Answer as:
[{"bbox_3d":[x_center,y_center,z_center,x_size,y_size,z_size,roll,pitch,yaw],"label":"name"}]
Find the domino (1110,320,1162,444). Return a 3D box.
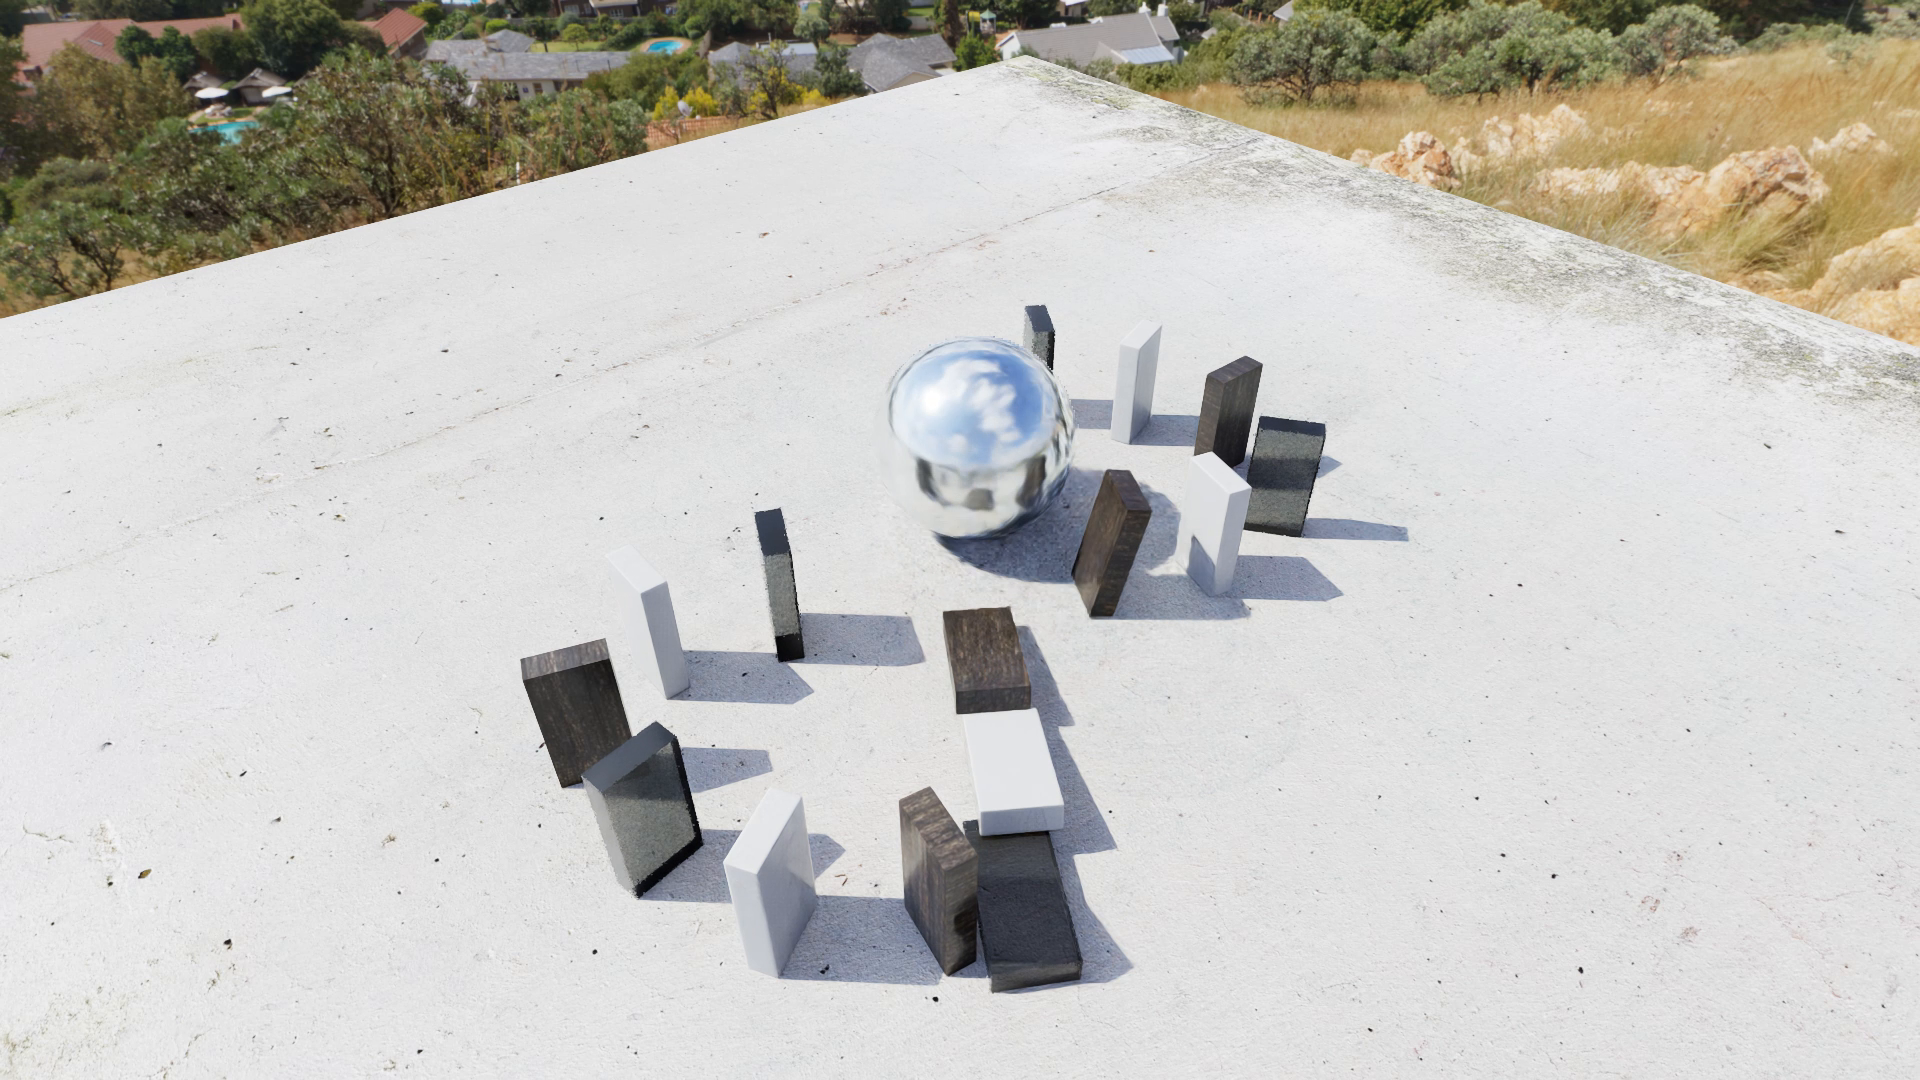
[{"bbox_3d":[0.080,-0.071,0.498,0.010,0.050,0.025,21,44,23],"label":"domino"}]

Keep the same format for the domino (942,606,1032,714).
[{"bbox_3d":[0.009,0.041,0.386,0.025,0.010,0.050,-4,29,-4],"label":"domino"}]

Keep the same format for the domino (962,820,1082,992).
[{"bbox_3d":[0.017,0.103,0.318,0.025,0.009,0.050,-6,40,-7],"label":"domino"}]

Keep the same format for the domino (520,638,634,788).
[{"bbox_3d":[-0.118,0.055,0.345,0.025,0.050,0.010,-14,41,-16],"label":"domino"}]

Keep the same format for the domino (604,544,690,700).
[{"bbox_3d":[-0.106,0.028,0.377,0.009,0.050,0.025,-28,47,-30],"label":"domino"}]

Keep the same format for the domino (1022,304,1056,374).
[{"bbox_3d":[0.036,-0.080,0.509,0.010,0.050,0.025,-5,40,-5],"label":"domino"}]

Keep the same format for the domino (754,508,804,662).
[{"bbox_3d":[-0.064,0.017,0.391,0.009,0.050,0.025,-10,40,-12],"label":"domino"}]

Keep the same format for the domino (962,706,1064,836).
[{"bbox_3d":[0.016,0.072,0.347,0.025,0.009,0.050,-4,26,-5],"label":"domino"}]

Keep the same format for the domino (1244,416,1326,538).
[{"bbox_3d":[0.129,-0.025,0.442,0.025,0.050,0.009,9,40,11],"label":"domino"}]

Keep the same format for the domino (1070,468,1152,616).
[{"bbox_3d":[0.056,0.001,0.409,0.009,0.050,0.025,2,38,-16],"label":"domino"}]

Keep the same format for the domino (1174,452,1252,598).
[{"bbox_3d":[0.095,-0.005,0.418,0.009,0.050,0.025,-16,42,-19],"label":"domino"}]

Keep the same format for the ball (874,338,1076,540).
[{"bbox_3d":[0.006,-0.040,0.436,0.080,0.080,0.080,0,39,0],"label":"ball"}]

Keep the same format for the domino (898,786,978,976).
[{"bbox_3d":[-0.006,0.093,0.298,0.009,0.050,0.025,-20,43,-23],"label":"domino"}]

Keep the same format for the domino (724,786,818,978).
[{"bbox_3d":[-0.050,0.093,0.298,0.010,0.050,0.025,13,41,15],"label":"domino"}]

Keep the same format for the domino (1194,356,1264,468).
[{"bbox_3d":[0.115,-0.052,0.475,0.025,0.050,0.010,-27,47,-29],"label":"domino"}]

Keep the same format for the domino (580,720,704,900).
[{"bbox_3d":[-0.090,0.078,0.316,0.009,0.050,0.025,28,47,30],"label":"domino"}]
